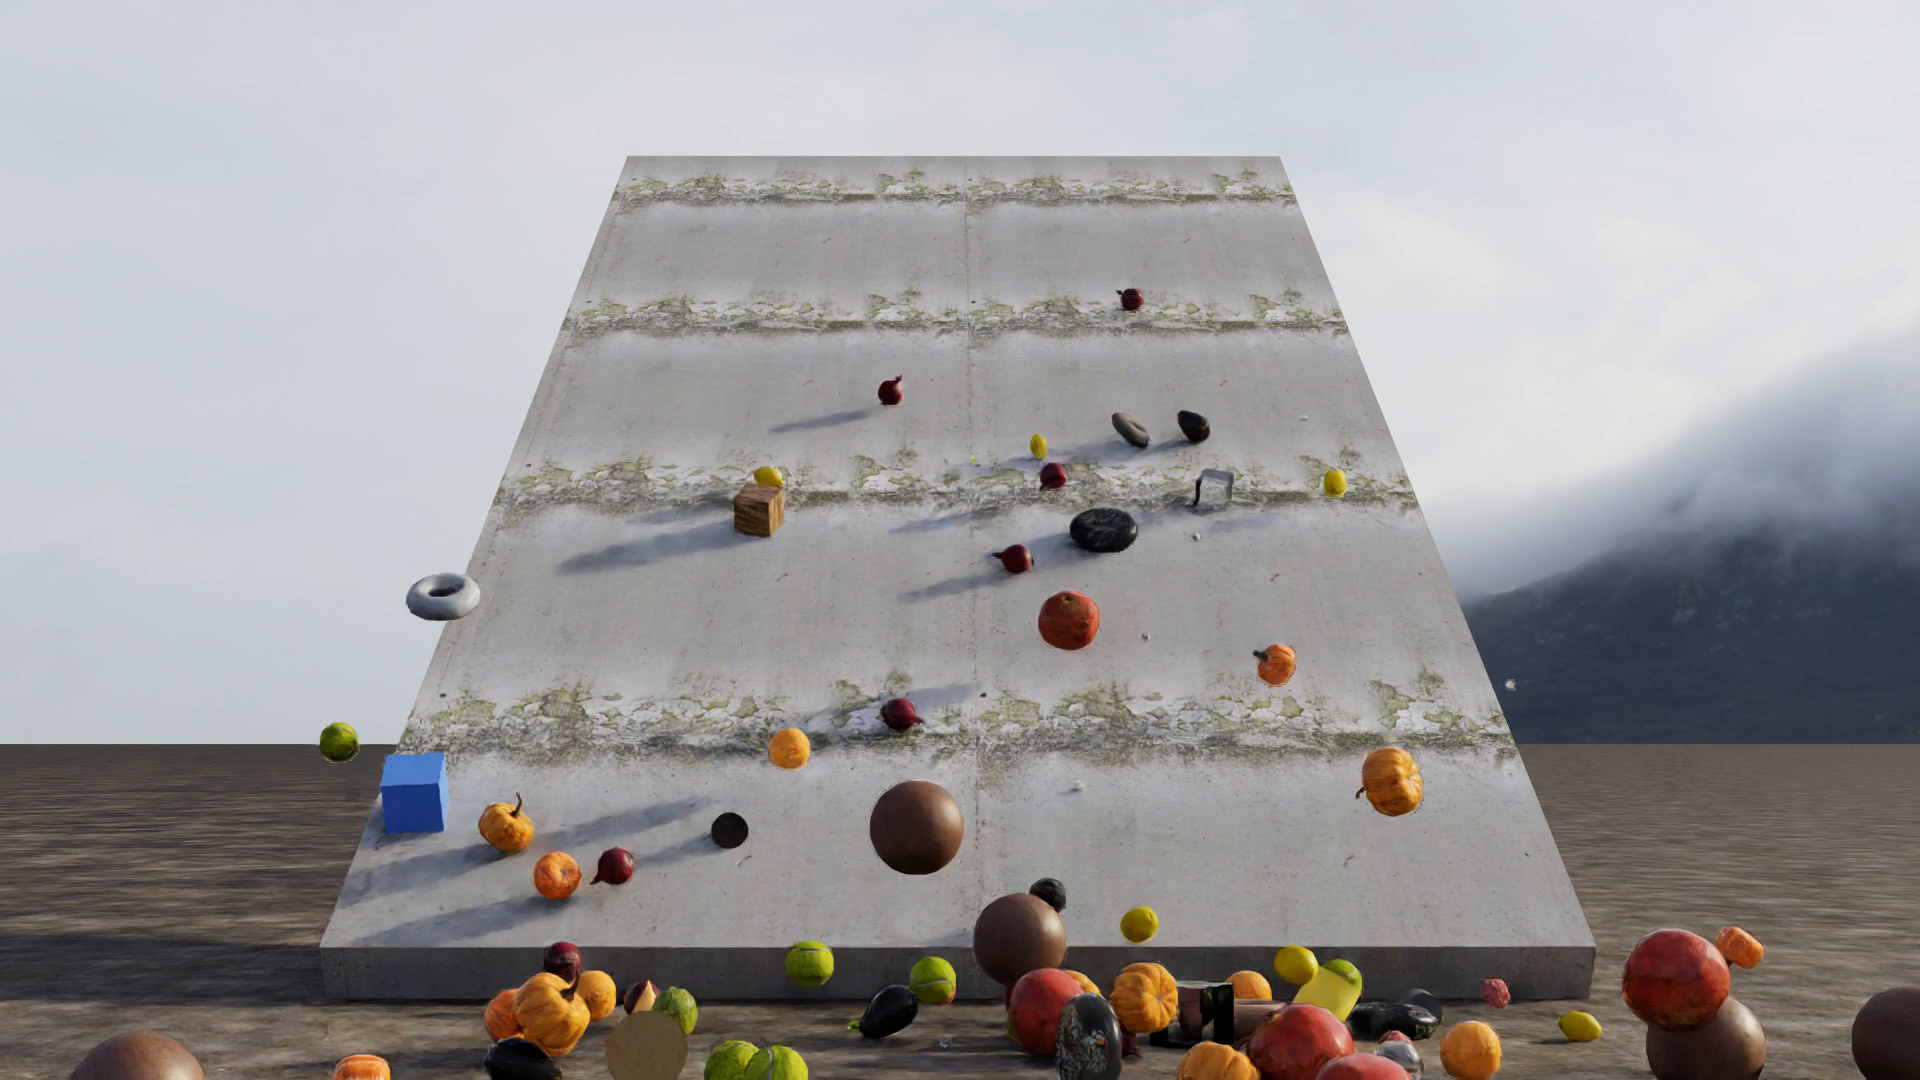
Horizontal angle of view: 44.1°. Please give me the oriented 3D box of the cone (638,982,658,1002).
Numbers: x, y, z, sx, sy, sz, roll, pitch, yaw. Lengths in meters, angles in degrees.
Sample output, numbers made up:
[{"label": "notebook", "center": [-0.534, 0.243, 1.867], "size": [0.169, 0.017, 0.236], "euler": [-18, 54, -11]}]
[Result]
[{"label": "cone", "center": [-0.437, 0.654, 3.327], "size": [0.072, 0.072, 0.072], "euler": [0, -5, 0]}]

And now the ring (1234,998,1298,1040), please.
[{"label": "ring", "center": [0.394, 0.663, 3.281], "size": [0.144, 0.048, 0.144], "euler": [1, -6, 0]}]

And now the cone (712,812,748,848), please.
[{"label": "cone", "center": [-0.386, 0.484, 3.980], "size": [0.061, 0.061, 0.061], "euler": [0, 0, -5]}]

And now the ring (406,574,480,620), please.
[{"label": "ring", "center": [-1.021, 0.112, 4.684], "size": [0.144, 0.048, 0.144], "euler": [-1, 28, 0]}]

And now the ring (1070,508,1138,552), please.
[{"label": "ring", "center": [0.301, -0.021, 4.952], "size": [0.143, 0.048, 0.143], "euler": [0, 31, 0]}]

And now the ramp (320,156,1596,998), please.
[{"label": "ramp", "center": [-0.011, -0.226, 5.516], "size": [2.000, 0.100, 4.000], "euler": [0, 27, 0]}]

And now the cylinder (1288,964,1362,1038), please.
[{"label": "cylinder", "center": [0.495, 0.626, 3.216], "size": [0.073, 0.073, 0.073], "euler": [32, -9, 6]}]

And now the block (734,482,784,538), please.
[{"label": "block", "center": [-0.424, -0.063, 4.995], "size": [0.080, 0.080, 0.080], "euler": [8, 28, 16]}]

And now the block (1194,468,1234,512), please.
[{"label": "block", "center": [0.547, -0.108, 5.108], "size": [0.063, 0.063, 0.063], "euler": [12, 29, 21]}]

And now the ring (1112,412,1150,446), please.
[{"label": "ring", "center": [0.387, -0.251, 5.376], "size": [0.101, 0.034, 0.101], "euler": [35, 17, -12]}]

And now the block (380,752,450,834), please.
[{"label": "block", "center": [-0.921, 0.428, 4.010], "size": [0.096, 0.096, 0.096], "euler": [-2, 27, -5]}]

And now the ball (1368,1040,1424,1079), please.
[{"label": "ball", "center": [0.505, 0.611, 2.748], "size": [0.062, 0.062, 0.062], "euler": [0, -5, 0]}]

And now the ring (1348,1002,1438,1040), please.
[{"label": "ring", "center": [0.599, 0.666, 3.283], "size": [0.122, 0.041, 0.122], "euler": [3, -2, 0]}]

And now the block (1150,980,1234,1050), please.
[{"label": "block", "center": [0.311, 0.638, 3.188], "size": [0.081, 0.081, 0.081], "euler": [-4, -6, 38]}]

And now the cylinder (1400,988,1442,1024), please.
[{"label": "cylinder", "center": [0.653, 0.666, 3.360], "size": [0.053, 0.053, 0.053], "euler": [0, -4, 2]}]
